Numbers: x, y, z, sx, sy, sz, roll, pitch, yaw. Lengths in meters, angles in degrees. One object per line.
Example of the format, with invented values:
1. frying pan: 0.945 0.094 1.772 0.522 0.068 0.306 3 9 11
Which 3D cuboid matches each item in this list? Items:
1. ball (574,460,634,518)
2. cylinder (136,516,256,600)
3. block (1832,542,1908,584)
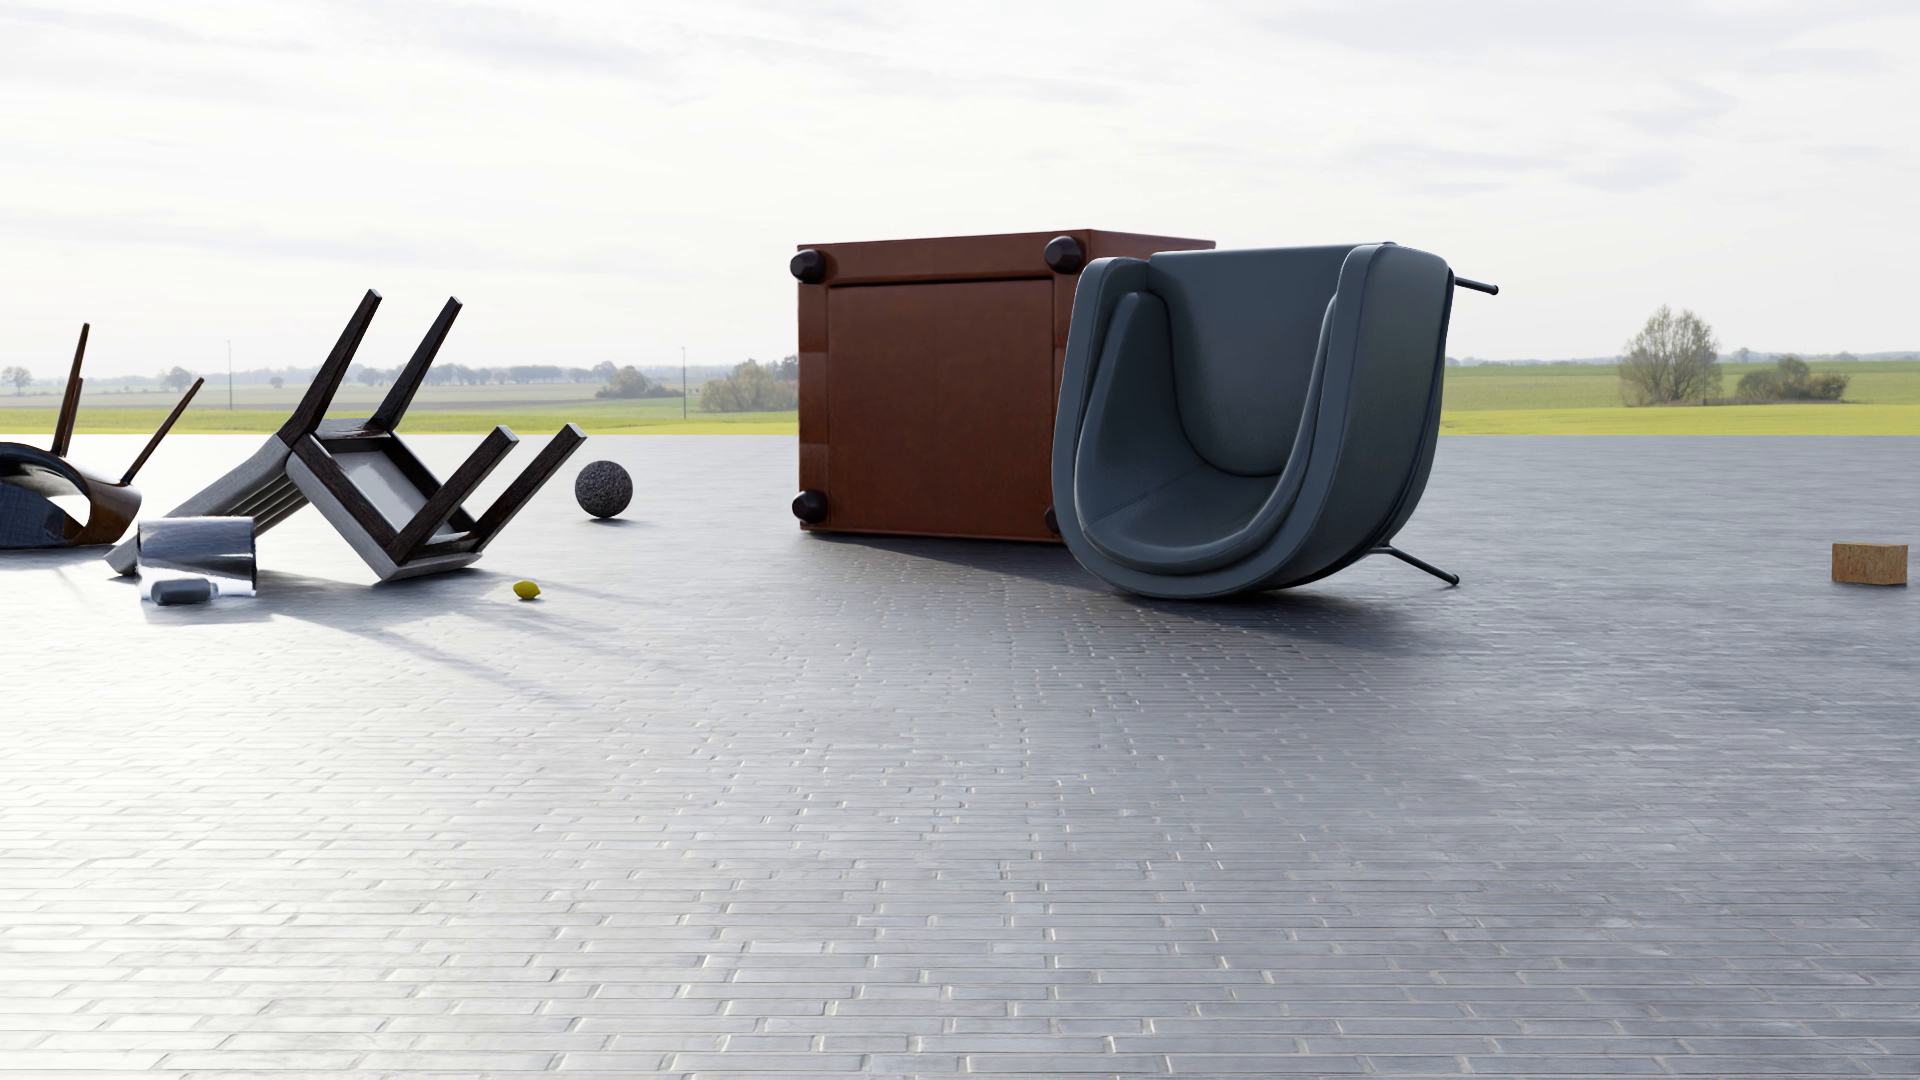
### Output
1. ball: -1.240 -0.178 7.659 0.202 0.202 0.202 0 4 0
2. cylinder: -1.638 0.039 4.718 0.230 0.169 0.178 -2 48 -23
3. block: 2.122 0.053 5.130 0.093 0.088 0.134 -3 5 -35
